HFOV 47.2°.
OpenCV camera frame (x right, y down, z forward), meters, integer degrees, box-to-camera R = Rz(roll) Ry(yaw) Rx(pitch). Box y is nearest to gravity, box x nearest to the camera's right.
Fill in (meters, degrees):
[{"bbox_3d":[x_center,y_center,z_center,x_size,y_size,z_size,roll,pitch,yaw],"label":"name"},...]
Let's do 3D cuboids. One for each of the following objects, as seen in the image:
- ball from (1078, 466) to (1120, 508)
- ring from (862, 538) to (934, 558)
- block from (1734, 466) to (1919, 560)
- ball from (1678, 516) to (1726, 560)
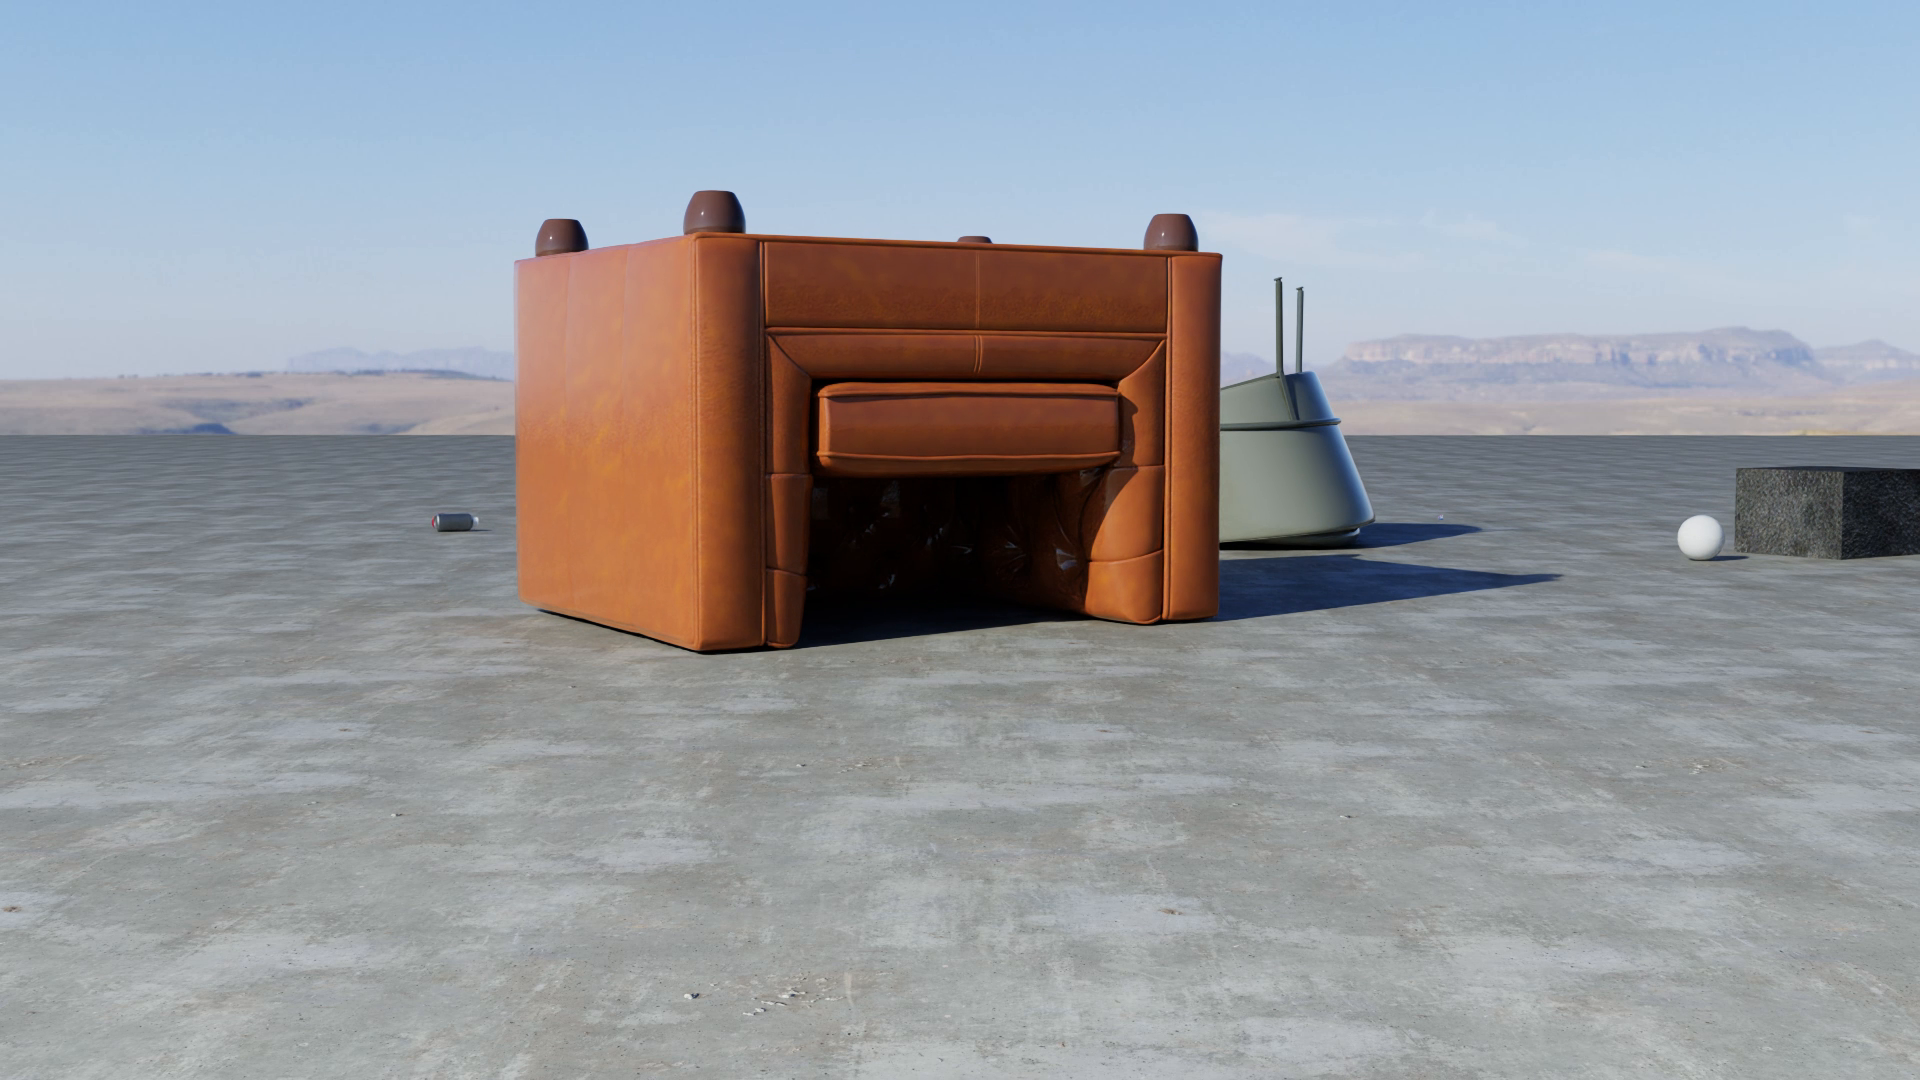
[{"bbox_3d":[0.528,-0.204,8.355,0.160,0.160,0.160,0,4,0],"label":"ball"},{"bbox_3d":[-0.163,0.023,5.856,0.196,0.049,0.112,0,5,-11],"label":"ring"},{"bbox_3d":[2.374,-0.079,6.011,0.353,0.231,0.334,-3,5,-33],"label":"block"},{"bbox_3d":[1.940,-0.006,5.756,0.119,0.119,0.119,0,4,0],"label":"ball"}]
